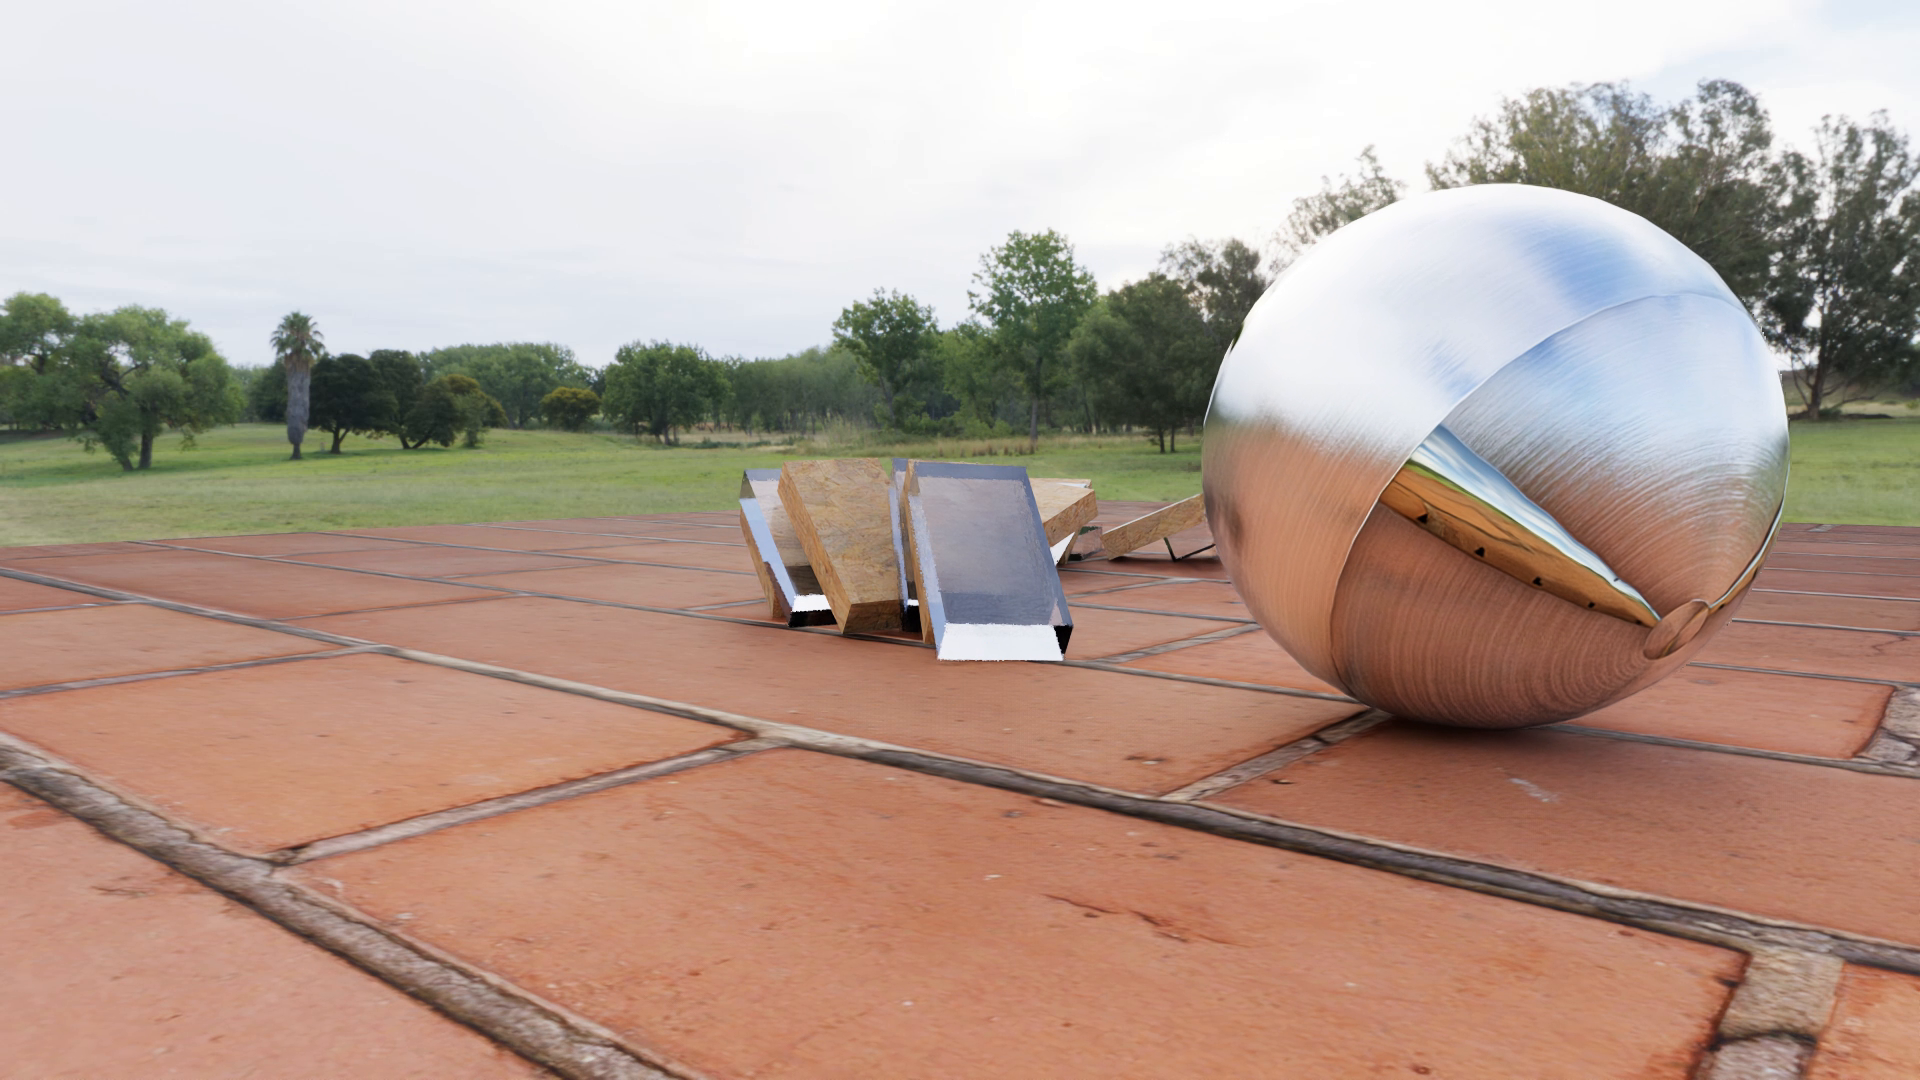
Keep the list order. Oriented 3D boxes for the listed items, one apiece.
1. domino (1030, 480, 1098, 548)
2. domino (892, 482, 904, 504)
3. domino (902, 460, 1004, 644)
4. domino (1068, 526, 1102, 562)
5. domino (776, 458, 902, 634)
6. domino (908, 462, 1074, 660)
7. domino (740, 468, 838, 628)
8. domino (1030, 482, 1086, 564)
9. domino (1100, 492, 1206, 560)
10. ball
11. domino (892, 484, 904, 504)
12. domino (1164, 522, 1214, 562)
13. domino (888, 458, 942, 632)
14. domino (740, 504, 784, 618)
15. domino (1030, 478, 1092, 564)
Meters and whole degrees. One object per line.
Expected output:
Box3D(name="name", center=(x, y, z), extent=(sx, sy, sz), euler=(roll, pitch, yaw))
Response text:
Box3D(name="domino", center=(0.020, -0.004, 0.419), extent=(0.025, 0.010, 0.050), euler=(12, 33, 42))
Box3D(name="domino", center=(-0.022, -0.002, 0.388), extent=(0.025, 0.010, 0.050), euler=(-1, 30, 13))
Box3D(name="domino", center=(0.003, 0.002, 0.281), extent=(0.025, 0.010, 0.050), euler=(3, 40, -12))
Box3D(name="domino", center=(0.038, 0.001, 0.493), extent=(0.025, 0.010, 0.050), euler=(1, 4, 15))
Box3D(name="domino", center=(-0.024, 0.000, 0.306), extent=(0.025, 0.010, 0.050), euler=(-4, 44, -27))
Box3D(name="domino", center=(0.005, 0.003, 0.265), extent=(0.025, 0.009, 0.050), euler=(2, 41, -13))
Box3D(name="domino", center=(-0.036, 0.001, 0.317), extent=(0.025, 0.009, 0.050), euler=(-2, 39, -25))
Box3D(name="domino", center=(0.026, -0.005, 0.442), extent=(0.025, 0.009, 0.050), euler=(2, 28, 21))
Box3D(name="domino", center=(0.077, -0.007, 0.471), extent=(0.050, 0.010, 0.025), euler=(-23, -1, 13))
Box3D(name="ball", center=(0.077, -0.012, 0.192), extent=(0.080, 0.080, 0.080), euler=(0, 4, 0))
Box3D(name="domino", center=(-0.026, 0.000, 0.365), extent=(0.025, 0.010, 0.050), euler=(1, 30, 13))
Box3D(name="domino", center=(0.100, -0.007, 0.466), extent=(0.050, 0.010, 0.025), euler=(-23, -1, 13))
Box3D(name="domino", center=(-0.002, 0.001, 0.297), extent=(0.025, 0.010, 0.050), euler=(4, 40, -11))
Box3D(name="domino", center=(-0.041, 0.003, 0.338), extent=(0.025, 0.010, 0.050), euler=(-2, 29, -19))
Box3D(name="domino", center=(0.031, -0.008, 0.469), extent=(0.025, 0.009, 0.050), euler=(2, 28, 17))
